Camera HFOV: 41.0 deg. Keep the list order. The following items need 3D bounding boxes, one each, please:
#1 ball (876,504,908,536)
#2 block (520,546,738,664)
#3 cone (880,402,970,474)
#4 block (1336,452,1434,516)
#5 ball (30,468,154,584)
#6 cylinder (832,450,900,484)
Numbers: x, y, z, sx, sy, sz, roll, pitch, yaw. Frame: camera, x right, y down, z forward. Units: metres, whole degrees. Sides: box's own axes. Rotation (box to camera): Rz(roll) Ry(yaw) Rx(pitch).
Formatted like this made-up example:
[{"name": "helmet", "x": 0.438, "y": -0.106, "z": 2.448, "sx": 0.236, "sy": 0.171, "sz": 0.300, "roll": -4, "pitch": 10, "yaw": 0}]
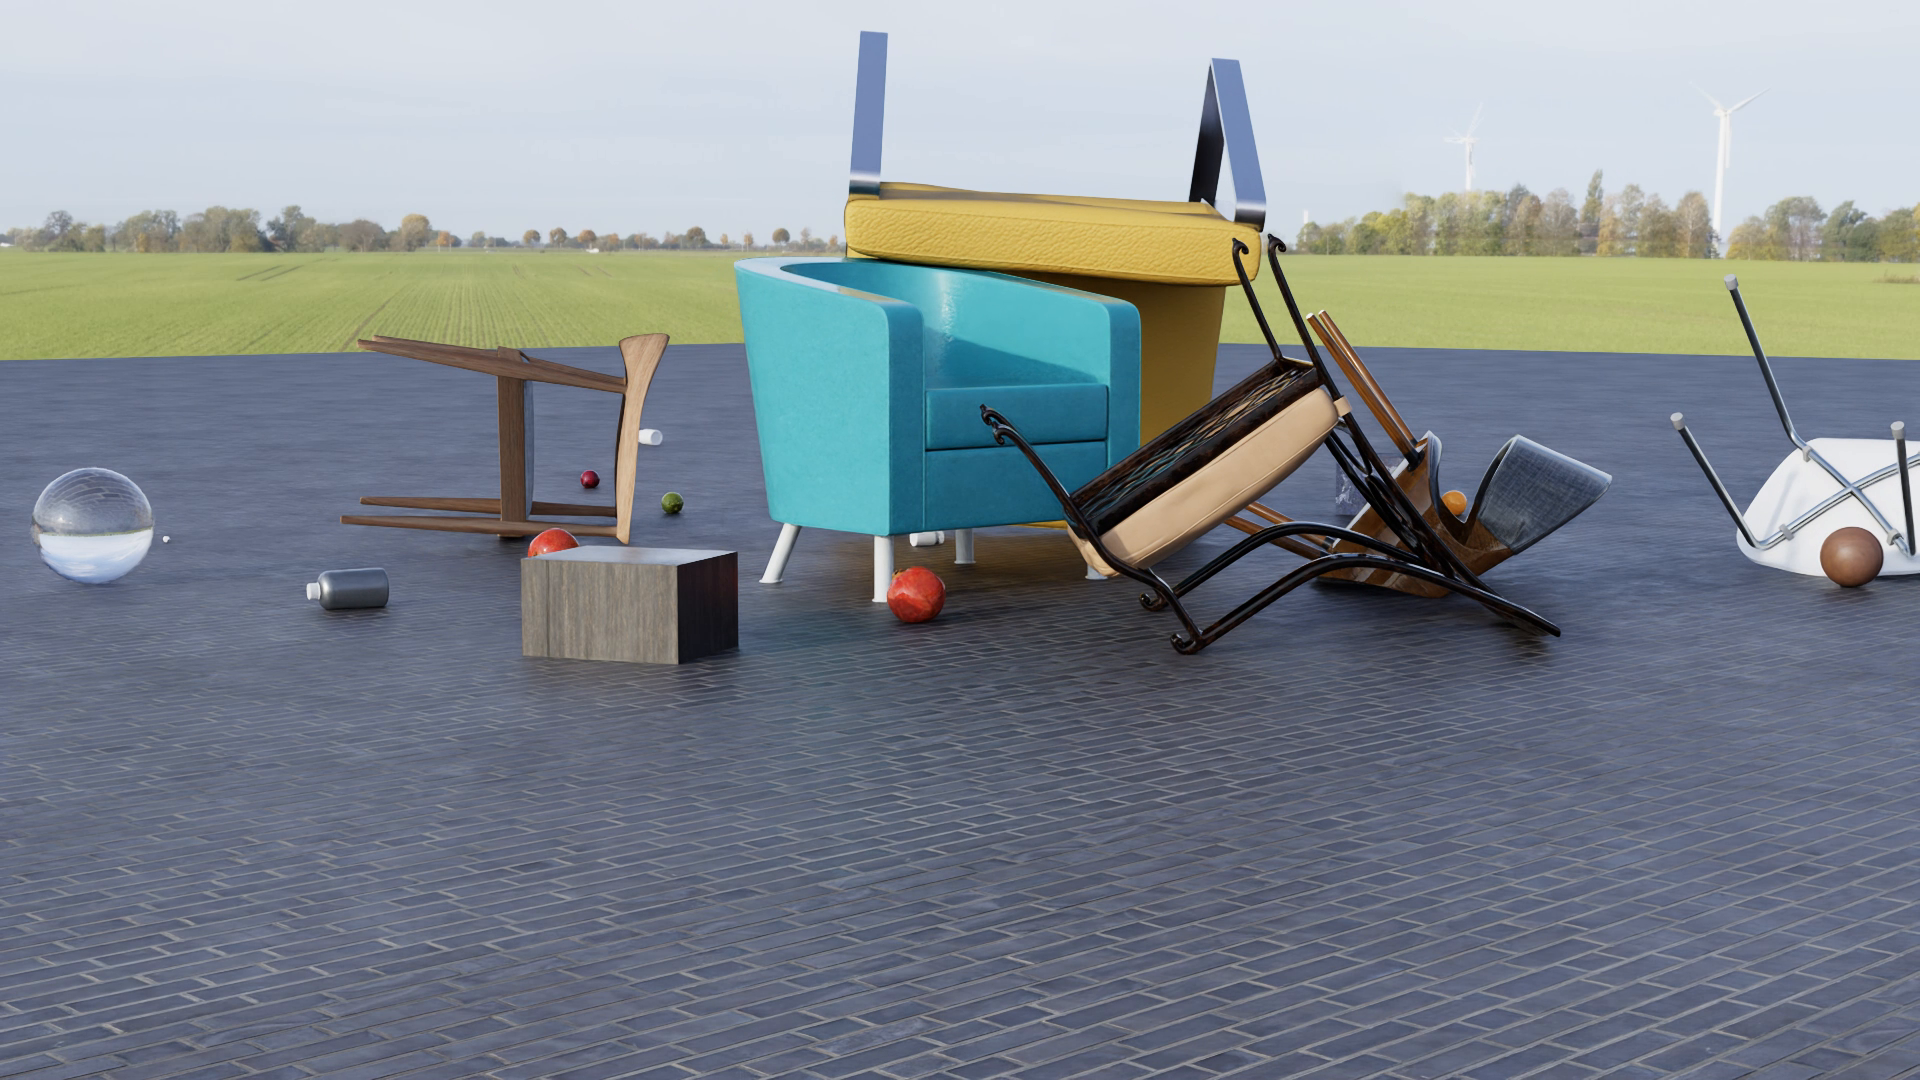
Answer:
[{"name": "ball", "x": -0.172, "y": -0.050, "z": 6.512, "sx": 0.080, "sy": 0.080, "sz": 0.080, "roll": 0, "pitch": 6, "yaw": 0}, {"name": "block", "x": -0.578, "y": 0.111, "z": 4.513, "sx": 0.301, "sy": 0.169, "sz": 0.238, "roll": 2, "pitch": 6, "yaw": 20}, {"name": "cone", "x": -0.140, "y": -0.283, "z": 8.588, "sx": 0.314, "sy": 0.273, "sz": 0.219, "roll": -11, "pitch": 35, "yaw": 21}, {"name": "block", "x": 1.182, "y": -0.156, "z": 7.137, "sx": 0.239, "sy": 0.161, "sz": 0.173, "roll": 2, "pitch": 6, "yaw": 20}, {"name": "ball", "x": -1.852, "y": -0.029, "z": 5.481, "sx": 0.250, "sy": 0.250, "sz": 0.250, "roll": 0, "pitch": 6, "yaw": 0}, {"name": "cylinder", "x": -0.298, "y": -0.230, "z": 8.145, "sx": 0.187, "sy": 0.103, "sz": 0.108, "roll": 7, "pitch": 8, "yaw": 29}]
